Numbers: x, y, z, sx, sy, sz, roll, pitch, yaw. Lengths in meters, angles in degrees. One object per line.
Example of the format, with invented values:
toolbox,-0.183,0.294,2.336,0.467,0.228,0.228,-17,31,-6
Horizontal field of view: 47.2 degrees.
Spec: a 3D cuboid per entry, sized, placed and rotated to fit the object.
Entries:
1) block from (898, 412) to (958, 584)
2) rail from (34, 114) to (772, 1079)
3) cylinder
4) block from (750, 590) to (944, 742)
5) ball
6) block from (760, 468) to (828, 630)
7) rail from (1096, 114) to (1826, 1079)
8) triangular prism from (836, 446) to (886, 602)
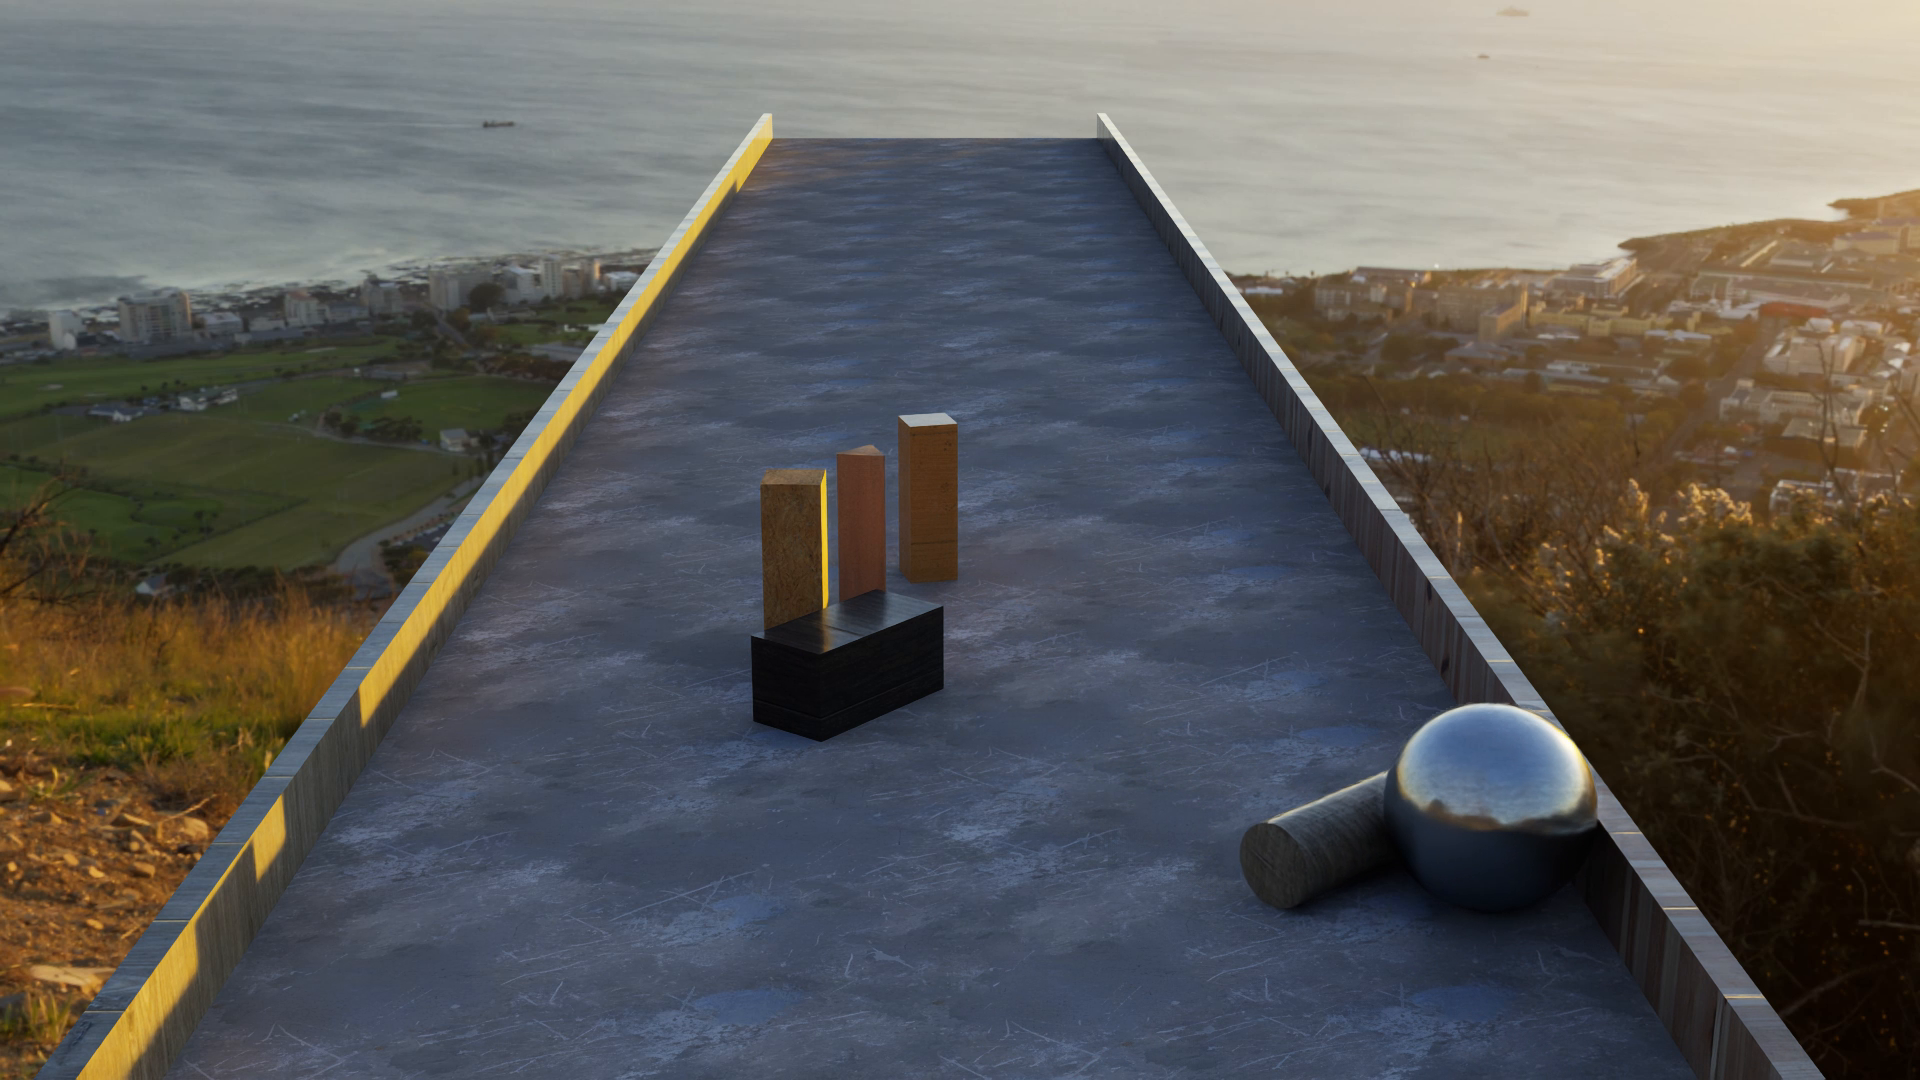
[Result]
block,-0.072,-0.094,4.913,0.108,0.359,0.108,-5,17,-15
rail,-1.118,-0.838,7.780,0.050,0.150,12.000,0,17,-1
cylinder,0.641,0.451,3.474,0.447,0.135,0.135,-14,22,-40
block,-0.208,0.231,4.152,0.169,0.169,0.356,13,21,36
ball,0.798,0.403,3.317,0.316,0.316,0.316,0,17,0
block,-0.328,0.055,4.381,0.118,0.376,0.118,0,17,1
rail,0.932,-0.844,7.801,0.050,0.150,12.000,0,17,-1
triangular prism,-0.198,-0.017,4.657,0.101,0.358,0.087,3,17,11
